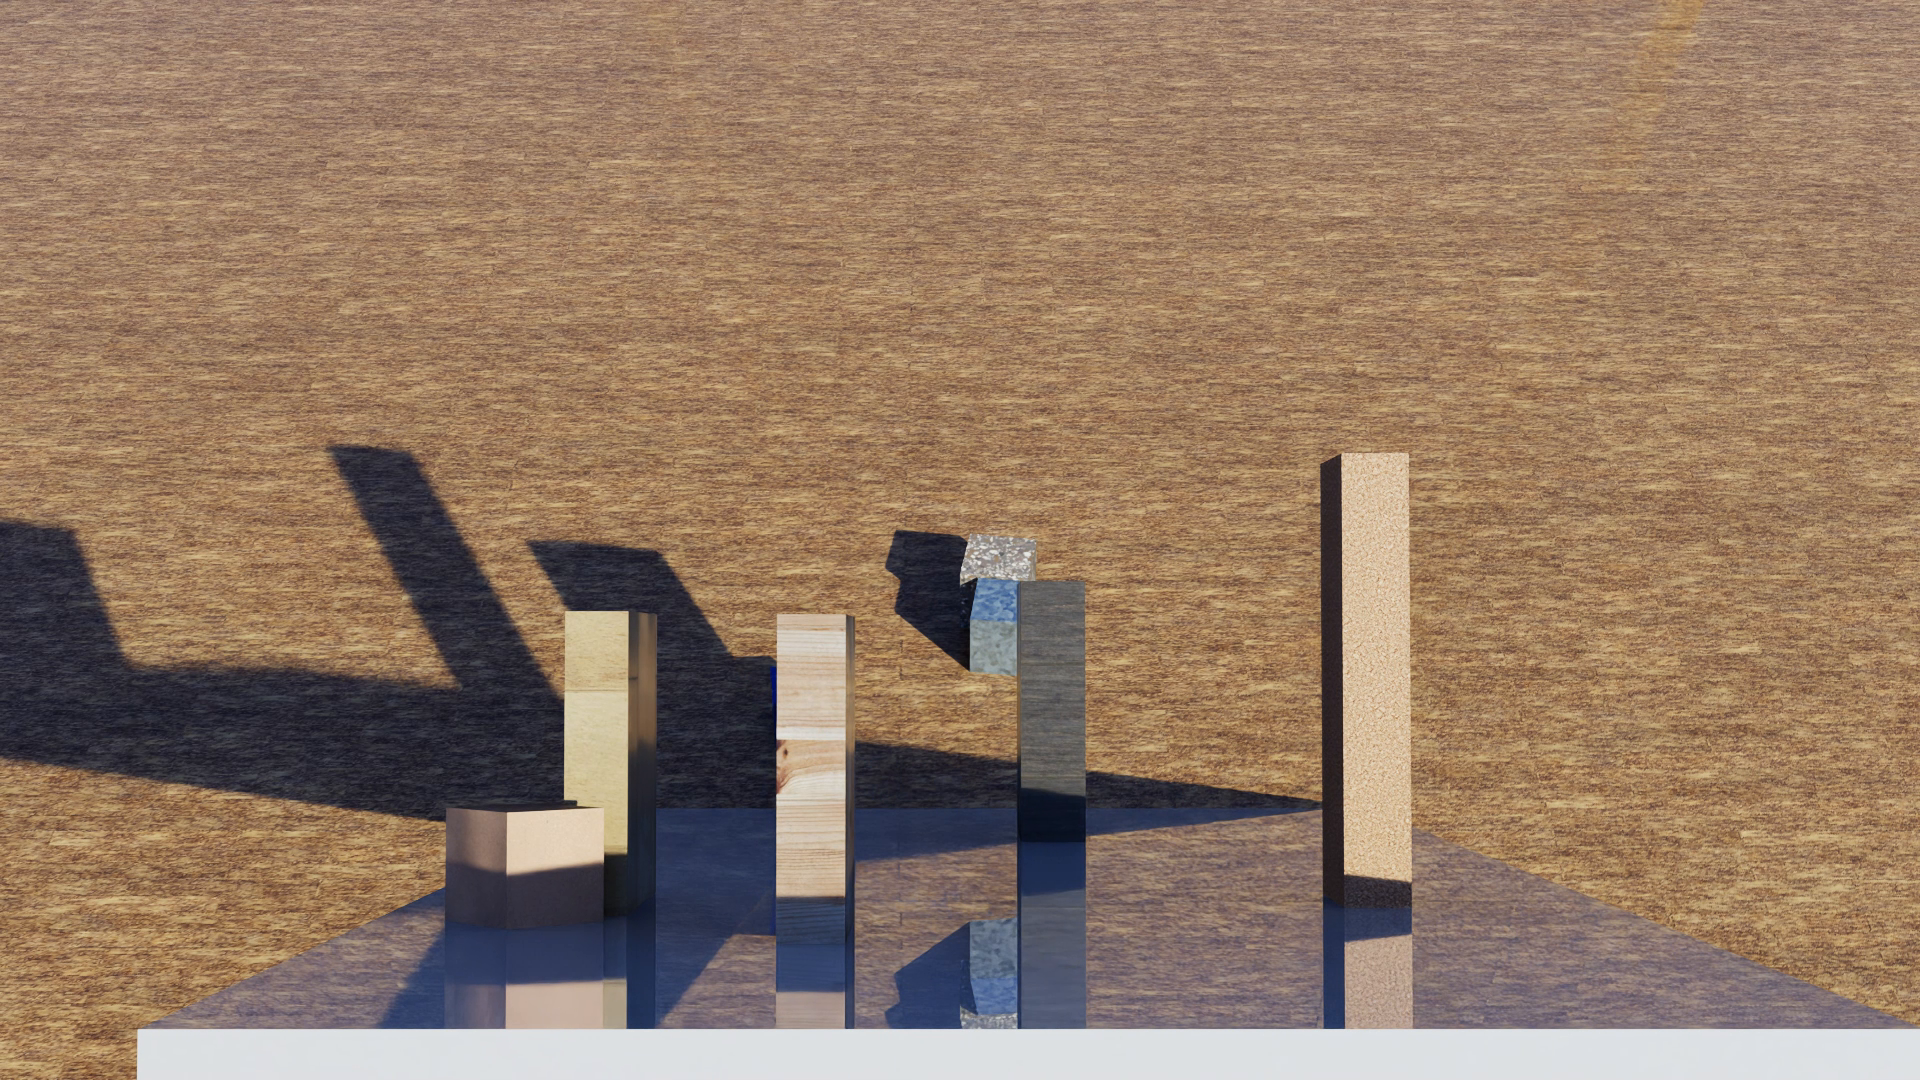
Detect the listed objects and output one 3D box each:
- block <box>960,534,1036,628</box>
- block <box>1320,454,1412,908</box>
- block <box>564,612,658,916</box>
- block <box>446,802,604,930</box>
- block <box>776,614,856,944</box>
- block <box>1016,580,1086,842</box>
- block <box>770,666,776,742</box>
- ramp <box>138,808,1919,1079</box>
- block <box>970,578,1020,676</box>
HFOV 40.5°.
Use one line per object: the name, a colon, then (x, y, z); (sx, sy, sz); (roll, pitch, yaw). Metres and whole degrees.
block: (0.113, 0.128, 7.659); (0.198, 0.198, 0.198); (5, 37, 7)
block: (0.685, 0.235, 4.404); (0.111, 0.747, 0.254); (0, -2, 0)
block: (-0.581, 0.364, 4.346); (0.101, 0.485, 0.395); (0, -2, 0)
block: (-0.681, 0.507, 4.065); (0.176, 0.176, 0.176); (2, -3, -42)
block: (-0.215, 0.352, 3.926); (0.099, 0.475, 0.339); (0, -2, 0)
block: (0.205, 0.385, 5.918); (0.142, 0.574, 0.389); (0, -2, 0)
block: (-0.441, 0.461, 7.242); (0.159, 0.159, 0.159); (-4, 37, -5)
ramp: (0.080, 0.680, 4.904); (2.000, 0.100, 4.000); (0, -2, 0)
block: (0.137, 0.252, 7.494); (0.195, 0.195, 0.195); (4, 37, 6)
